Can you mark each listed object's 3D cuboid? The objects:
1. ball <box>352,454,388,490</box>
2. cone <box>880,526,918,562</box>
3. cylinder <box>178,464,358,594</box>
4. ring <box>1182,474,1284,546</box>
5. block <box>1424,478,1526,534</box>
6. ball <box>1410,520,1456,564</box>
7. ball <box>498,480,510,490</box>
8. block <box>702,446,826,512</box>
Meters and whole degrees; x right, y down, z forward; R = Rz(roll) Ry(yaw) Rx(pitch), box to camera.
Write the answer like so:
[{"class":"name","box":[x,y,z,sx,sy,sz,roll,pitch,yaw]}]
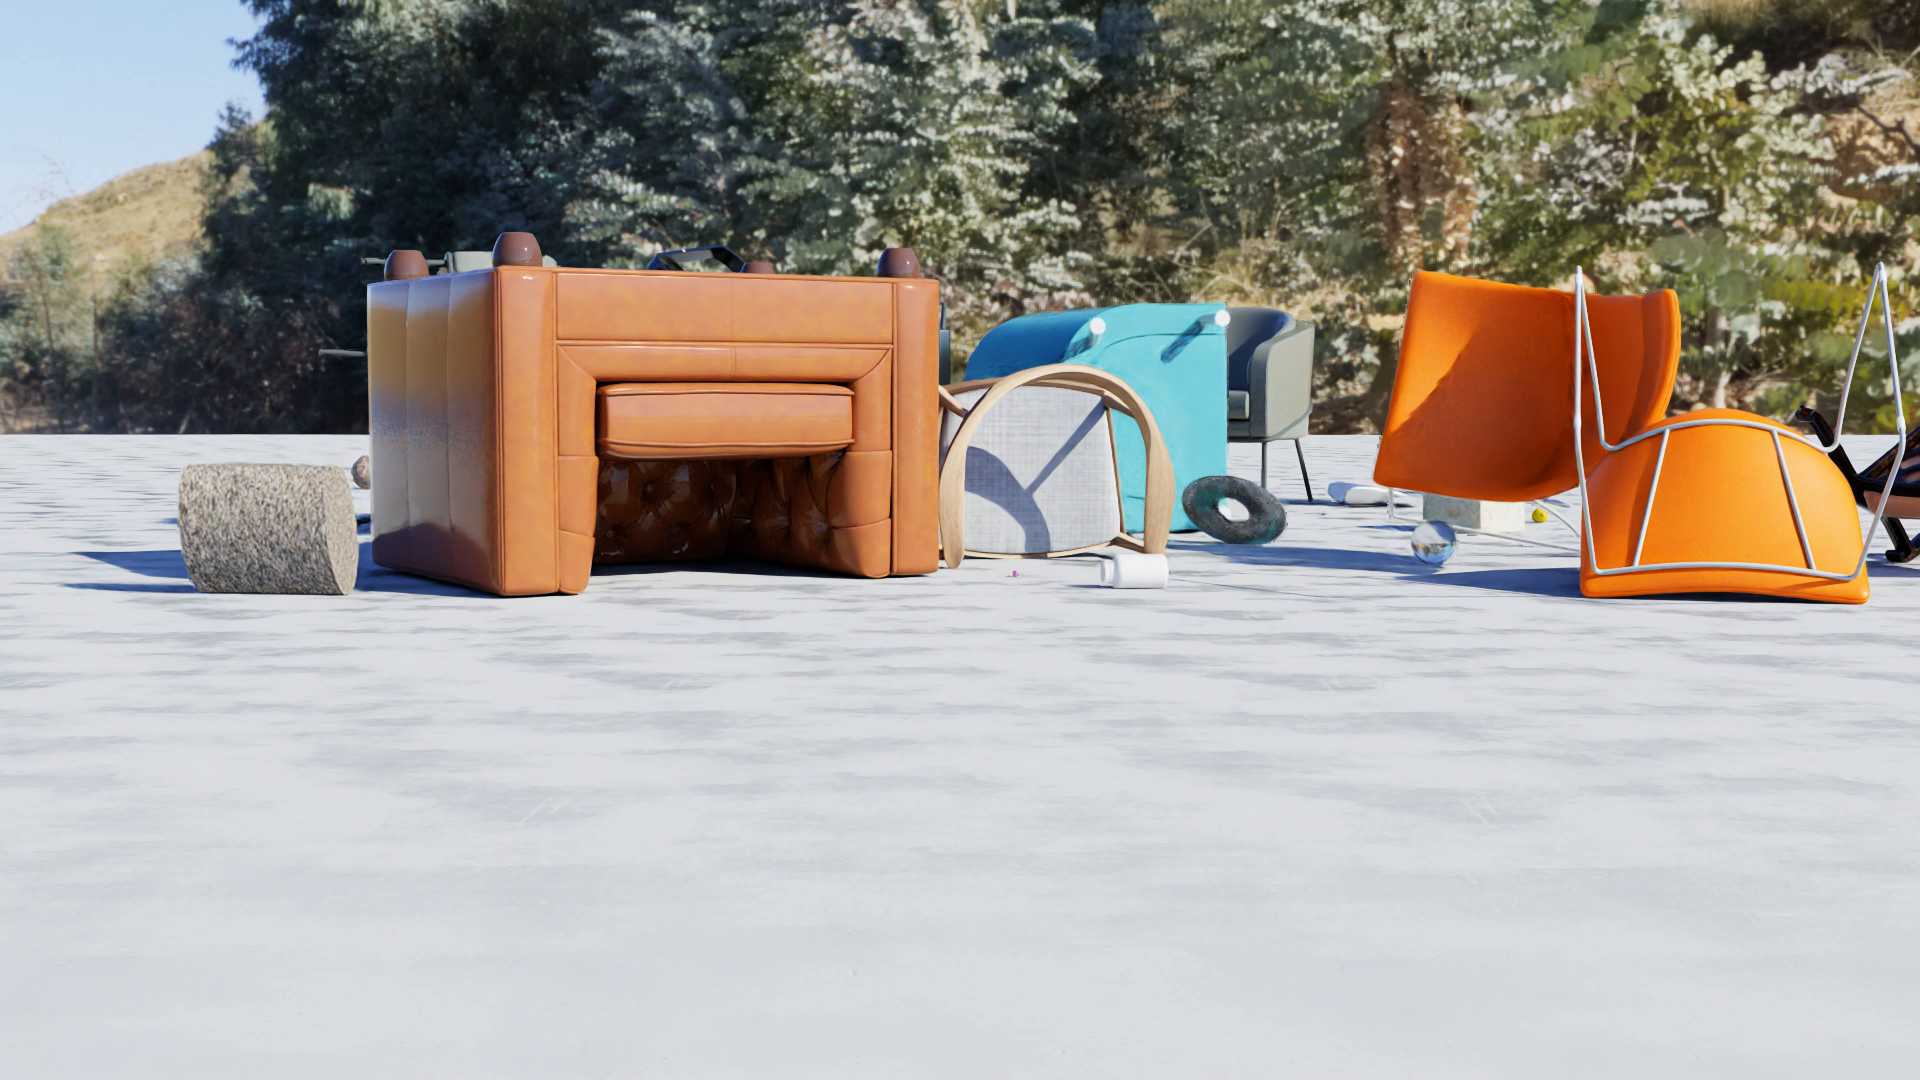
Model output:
[{"class":"ball","box":[-2.632,-0.302,9.801,0.157,0.157,0.157,0,4,0]},{"class":"cone","box":[-0.146,0.032,5.730,0.086,0.135,0.085,34,-49,-14]},{"class":"cylinder","box":[-1.508,-0.023,4.800,0.339,0.291,0.147,1,17,10]},{"class":"ring","box":[0.791,-0.086,6.362,0.345,0.196,0.082,18,19,35]},{"class":"block","box":[1.636,-0.111,7.000,0.206,0.159,0.238,-3,5,-35]},{"class":"ball","box":[1.212,0.005,5.627,0.115,0.115,0.115,0,4,0]},{"class":"ball","box":[-2.013,-0.243,9.716,0.051,0.051,0.051,0,4,0]},{"class":"block","box":[-0.739,-0.237,8.305,0.334,0.231,0.353,-3,5,-34]}]
